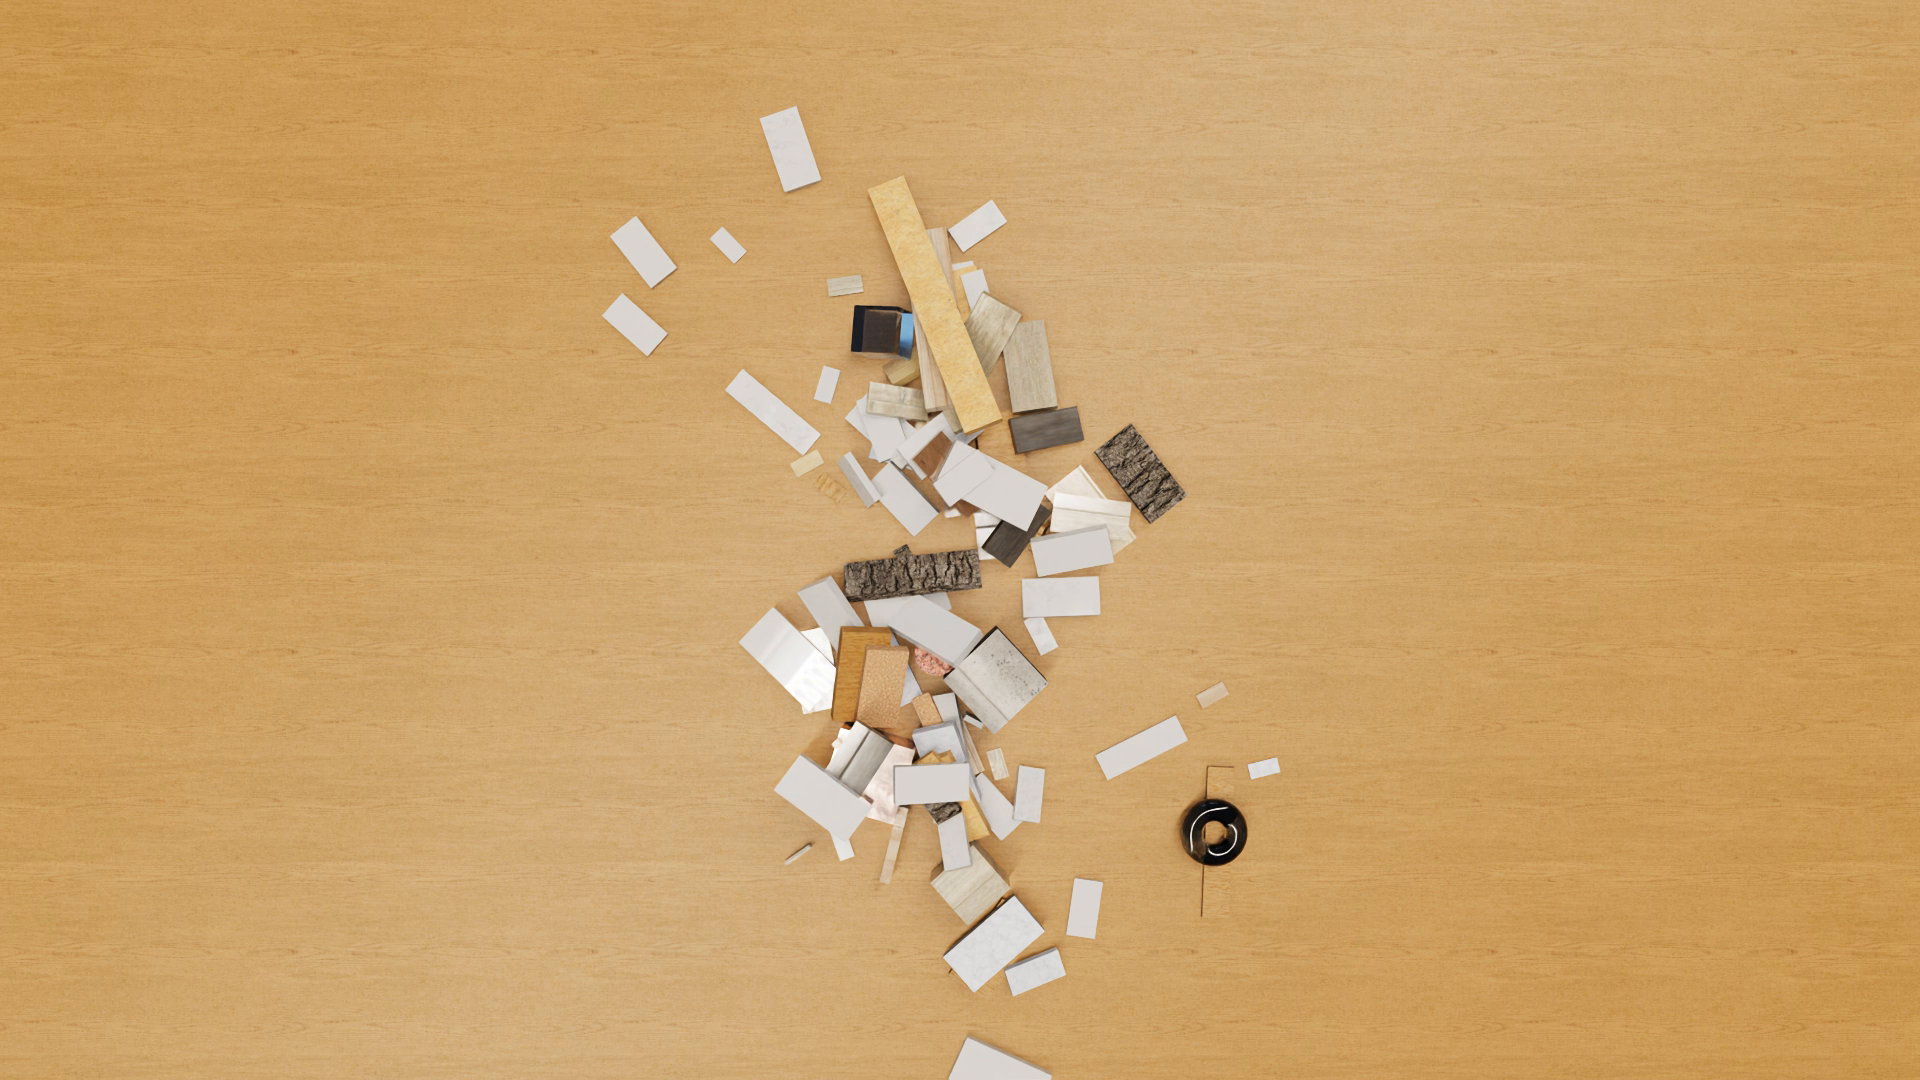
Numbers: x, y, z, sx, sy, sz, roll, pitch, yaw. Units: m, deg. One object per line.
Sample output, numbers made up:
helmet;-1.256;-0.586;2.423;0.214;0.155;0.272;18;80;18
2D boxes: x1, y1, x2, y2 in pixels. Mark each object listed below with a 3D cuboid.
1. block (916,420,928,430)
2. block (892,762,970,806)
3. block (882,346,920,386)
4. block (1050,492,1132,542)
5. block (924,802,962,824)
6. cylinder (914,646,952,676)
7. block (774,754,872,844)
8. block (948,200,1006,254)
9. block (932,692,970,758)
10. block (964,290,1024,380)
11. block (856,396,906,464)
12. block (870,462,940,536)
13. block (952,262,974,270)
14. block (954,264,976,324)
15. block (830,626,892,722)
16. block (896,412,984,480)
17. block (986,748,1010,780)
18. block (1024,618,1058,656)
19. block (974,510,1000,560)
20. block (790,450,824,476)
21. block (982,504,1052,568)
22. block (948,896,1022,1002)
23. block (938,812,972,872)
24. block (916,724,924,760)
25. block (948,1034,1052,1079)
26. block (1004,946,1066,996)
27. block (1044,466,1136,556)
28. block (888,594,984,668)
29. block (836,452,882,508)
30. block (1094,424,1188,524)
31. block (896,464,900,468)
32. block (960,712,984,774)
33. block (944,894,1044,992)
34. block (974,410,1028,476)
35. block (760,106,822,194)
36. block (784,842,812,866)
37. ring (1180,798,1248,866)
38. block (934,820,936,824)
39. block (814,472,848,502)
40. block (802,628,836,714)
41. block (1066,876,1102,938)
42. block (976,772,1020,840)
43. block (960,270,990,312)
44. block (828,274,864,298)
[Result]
block;-0.111;-0.371;5.489;0.075;0.021;0.149;6;90;0
block;-0.092;0.775;5.257;0.241;0.034;0.121;-1;95;-15
block;-0.150;-0.587;5.457;0.202;0.029;0.101;-31;51;0
block;0.430;-0.076;5.439;0.254;0.036;0.127;8;90;0
block;-0.083;0.822;5.315;0.092;0.026;0.184;-32;103;18
cylinder;-0.076;0.370;5.429;0.142;0.142;0.142;0;90;0
block;-0.430;0.811;5.192;0.280;0.040;0.140;37;96;0
block;0.058;-1.043;5.487;0.177;0.025;0.089;-35;90;0
block;-0.049;0.620;5.415;0.115;0.033;0.230;-11;93;12
block;0.071;-0.653;5.426;0.149;0.042;0.298;29;111;0
block;-0.251;-0.374;5.423;0.109;0.031;0.219;-21;84;5
block;-0.188;-0.137;5.466;0.117;0.033;0.234;-44;90;18
block;0.014;-0.832;5.487;0.089;0.025;0.177;-10;90;0
block;0.030;-0.813;5.462;0.089;0.025;0.177;-14;90;0
block;-0.325;0.439;5.398;0.162;0.046;0.323;2;112;-15
block;-0.064;-0.329;5.389;0.266;0.038;0.133;-39;94;-8
block;0.126;0.746;5.493;0.050;0.014;0.100;-17;90;0
block;0.269;0.312;5.491;0.064;0.018;0.129;-27;90;0
block;0.109;-0.054;5.484;0.115;0.033;0.230;-6;90;0
block;-0.509;-0.255;5.493;0.103;0.015;0.051;-29;90;0
block;0.186;-0.034;5.430;0.115;0.033;0.230;35;95;-17
block;0.114;1.358;5.478;0.154;0.044;0.308;35;90;0
block;-0.017;0.976;5.328;0.089;0.025;0.177;-17;62;14
block;-0.090;0.723;5.485;0.105;0.030;0.211;6;90;0
block;0.133;1.780;5.478;0.308;0.044;0.154;24;90;0
block;0.247;1.429;5.462;0.189;0.027;0.095;-20;102;-9
block;0.432;-0.081;5.478;0.152;0.043;0.304;-38;90;0
block;-0.080;0.291;5.333;0.286;0.041;0.143;28;67;32
block;-0.334;-0.198;5.453;0.026;0.092;0.184;-34;90;-24
block;0.599;-0.220;5.478;0.152;0.043;0.304;-38;90;0
block;-0.154;-0.284;5.469;0.128;0.018;0.064;-14;89;6
block;-0.008;0.684;5.455;0.105;0.030;0.211;-23;90;0
block;0.112;1.327;5.435;0.308;0.044;0.154;-41;90;0
block;0.137;-0.274;5.453;0.152;0.043;0.304;-7;85;-10
block;-0.562;-1.295;5.482;0.128;0.036;0.257;-19;90;0
block;-0.537;1.042;5.475;0.101;0.050;0.014;-35;90;0
ring;0.837;0.964;5.438;0.225;0.075;0.225;0;91;-1
block;0.009;0.902;5.487;0.189;0.027;0.095;5;90;0
block;-0.433;-0.175;5.493;0.105;0.015;0.053;37;90;0
block;-0.481;0.431;5.481;0.134;0.038;0.267;-12;90;0
block;0.414;1.223;5.487;0.095;0.027;0.189;8;90;0
block;0.104;0.880;5.458;0.105;0.030;0.211;-43;90;0
block;0.059;-0.811;5.439;0.075;0.021;0.149;-17;90;0
block;-0.382;-0.846;5.492;0.115;0.016;0.058;-8;90;0
